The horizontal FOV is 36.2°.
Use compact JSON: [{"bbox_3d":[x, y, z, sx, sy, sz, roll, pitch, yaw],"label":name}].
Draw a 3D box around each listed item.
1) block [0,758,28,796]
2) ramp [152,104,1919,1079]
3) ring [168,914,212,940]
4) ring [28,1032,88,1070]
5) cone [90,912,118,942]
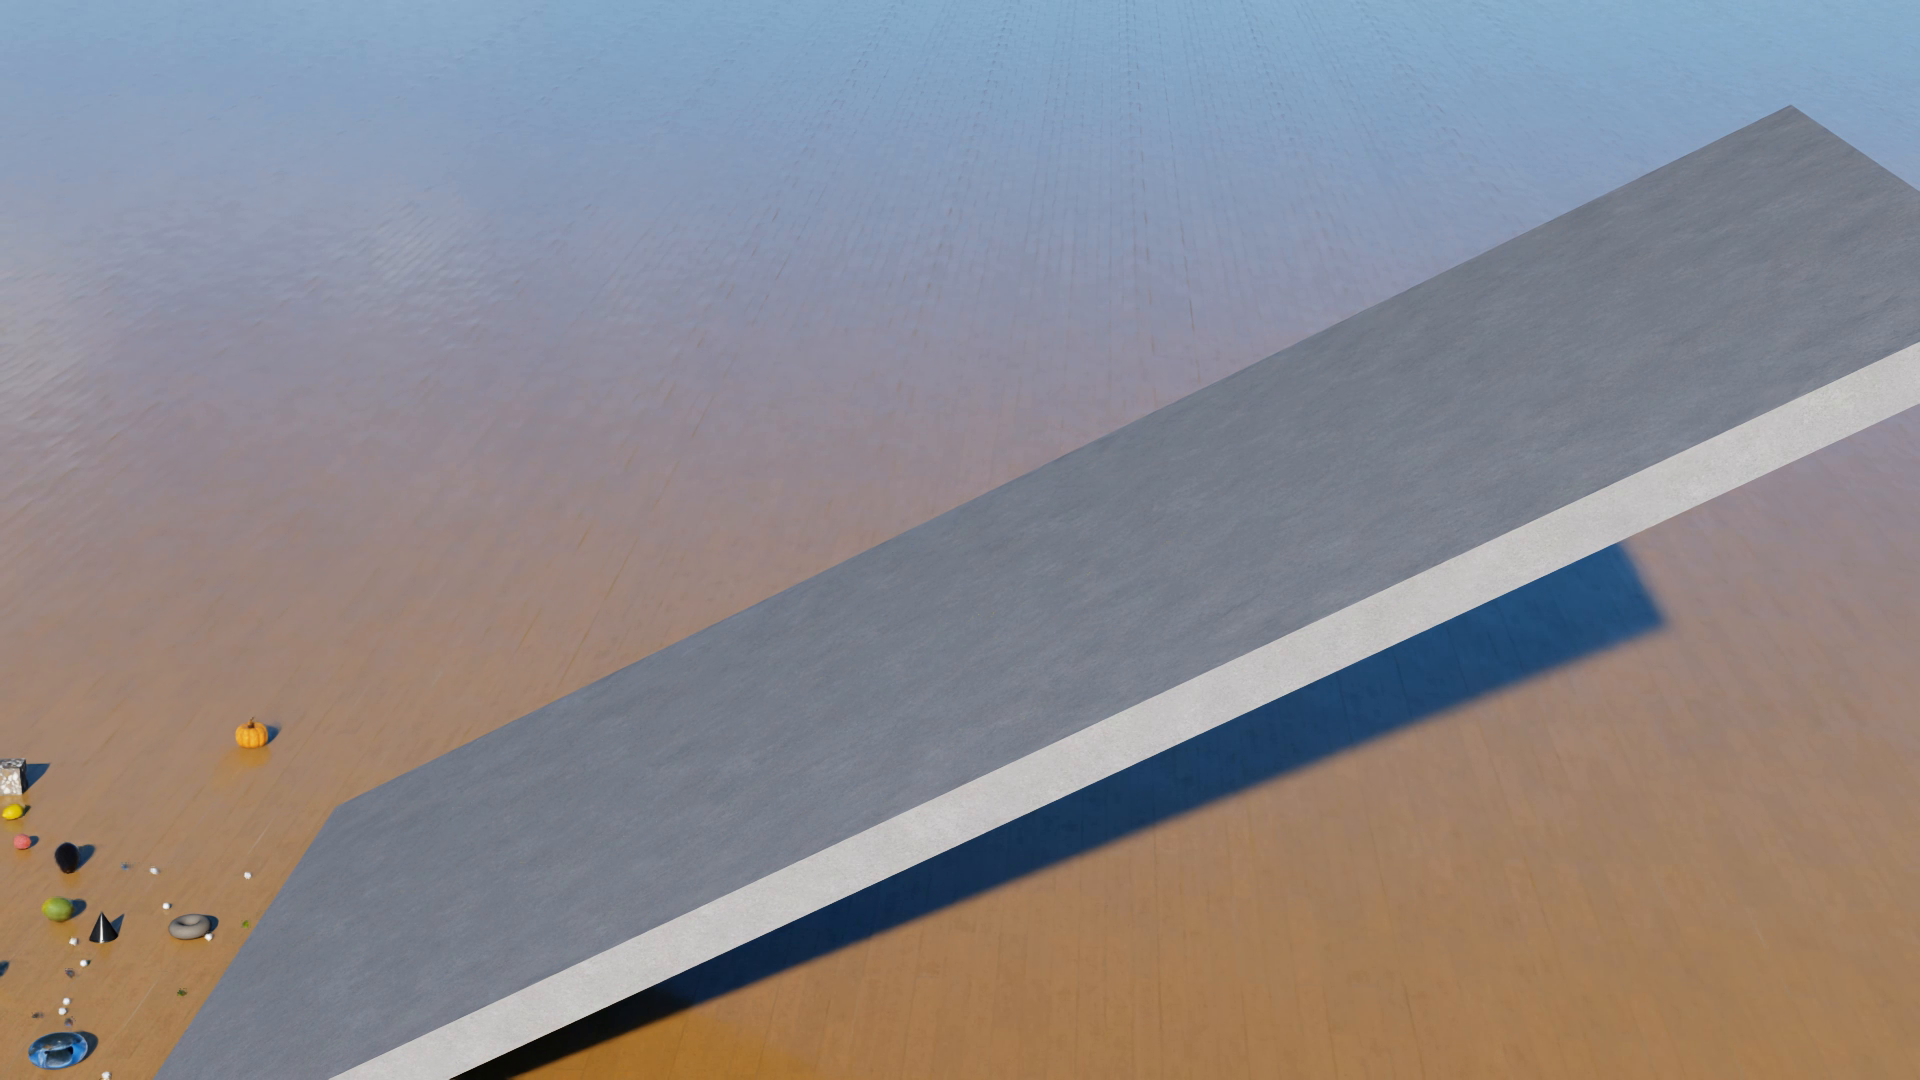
[{"bbox_3d":[-2.558,0.638,7.914,0.076,0.076,0.076,-1,17,-4],"label":"block"},{"bbox_3d":[0.140,0.168,6.281,4.000,0.100,2.000,-26,14,10],"label":"ramp"},{"bbox_3d":[-1.843,0.925,7.039,0.101,0.034,0.101,-1,16,0],"label":"ring"},{"bbox_3d":[-1.966,1.113,6.409,0.126,0.042,0.126,0,18,0],"label":"ring"},{"bbox_3d":[-2.044,0.916,7.013,0.067,0.067,0.067,0,17,0],"label":"cone"}]
